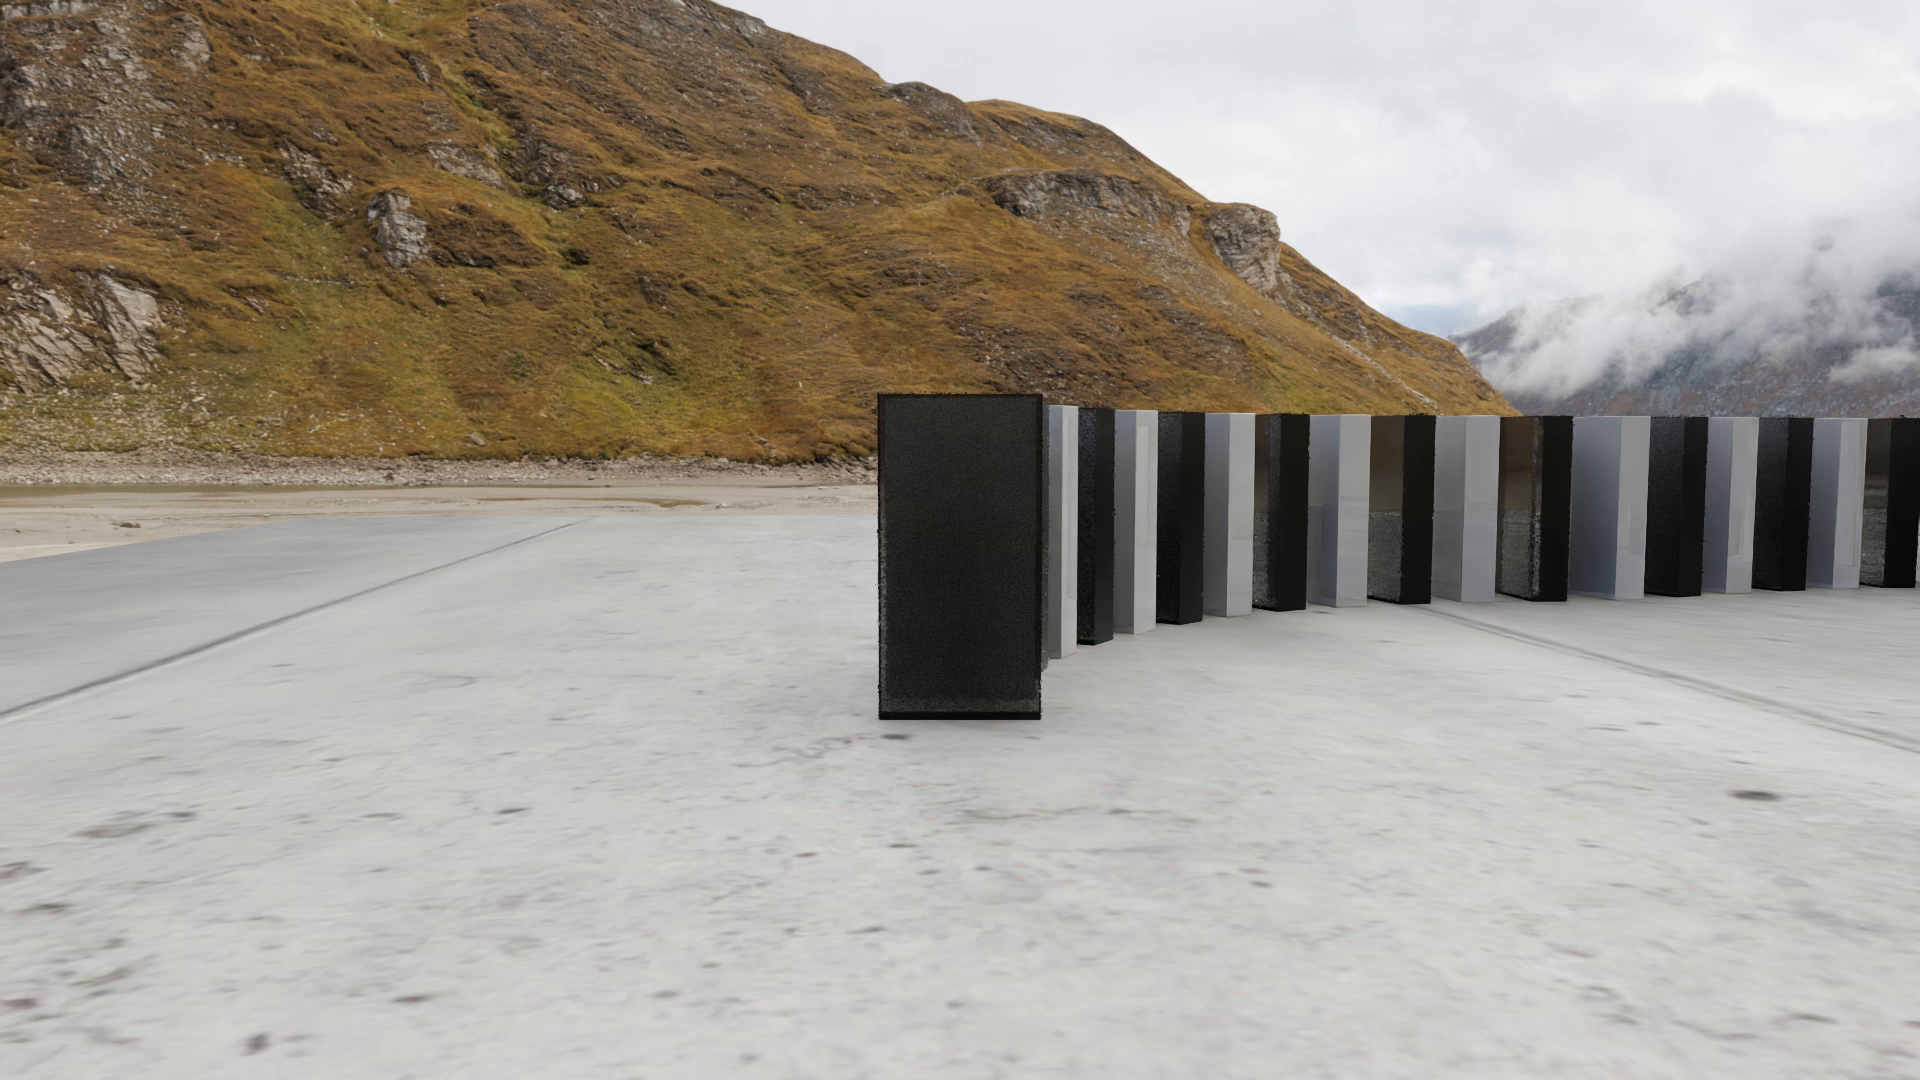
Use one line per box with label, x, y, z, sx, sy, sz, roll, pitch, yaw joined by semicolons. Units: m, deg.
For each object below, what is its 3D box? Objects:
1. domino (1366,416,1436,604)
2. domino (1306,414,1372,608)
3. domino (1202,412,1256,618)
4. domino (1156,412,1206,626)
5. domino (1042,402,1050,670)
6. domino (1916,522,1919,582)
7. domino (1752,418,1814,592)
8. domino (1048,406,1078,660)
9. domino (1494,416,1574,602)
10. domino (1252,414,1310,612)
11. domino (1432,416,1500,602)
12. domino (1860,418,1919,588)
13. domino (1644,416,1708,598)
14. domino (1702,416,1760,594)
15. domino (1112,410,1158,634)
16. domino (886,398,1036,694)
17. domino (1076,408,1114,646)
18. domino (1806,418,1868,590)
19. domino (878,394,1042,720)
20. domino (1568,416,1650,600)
domino;0.118;-0.009;0.351;0.010;0.050;0.025;-1;4;-16
domino;0.098;-0.008;0.345;0.009;0.050;0.025;-2;5;-20
domino;0.061;-0.007;0.325;0.010;0.050;0.025;-3;5;-38
domino;0.046;-0.006;0.312;0.025;0.050;0.009;4;6;45
domino;0.003;-0.001;0.242;0.025;0.050;0.010;1;4;16
domino;0.298;-0.011;0.387;0.009;0.050;0.025;1;4;16
domino;0.237;-0.011;0.381;0.010;0.050;0.025;-1;4;-18
domino;0.011;-0.002;0.261;0.025;0.050;0.009;2;5;24
domino;0.159;-0.009;0.357;0.010;0.050;0.025;0;4;-3
domino;0.079;-0.008;0.337;0.009;0.050;0.025;-2;5;-27
domino;0.138;-0.009;0.356;0.009;0.050;0.025;-1;4;-7
domino;0.278;-0.012;0.390;0.009;0.050;0.025;0;4;1
domino;0.198;-0.010;0.367;0.009;0.050;0.025;-2;5;-23
domino;0.218;-0.011;0.375;0.010;0.050;0.025;-1;5;-19
domino;0.032;-0.005;0.296;0.025;0.050;0.009;3;6;39
domino;0.000;0.001;0.221;0.025;0.050;0.010;0;4;3
domino;0.020;-0.003;0.280;0.025;0.050;0.009;3;5;31
domino;0.257;-0.011;0.387;0.010;0.050;0.025;-1;4;-13
domino;0.000;0.002;0.201;0.025;0.050;0.009;0;4;0
domino;0.179;-0.009;0.360;0.009;0.050;0.025;-1;4;-16
